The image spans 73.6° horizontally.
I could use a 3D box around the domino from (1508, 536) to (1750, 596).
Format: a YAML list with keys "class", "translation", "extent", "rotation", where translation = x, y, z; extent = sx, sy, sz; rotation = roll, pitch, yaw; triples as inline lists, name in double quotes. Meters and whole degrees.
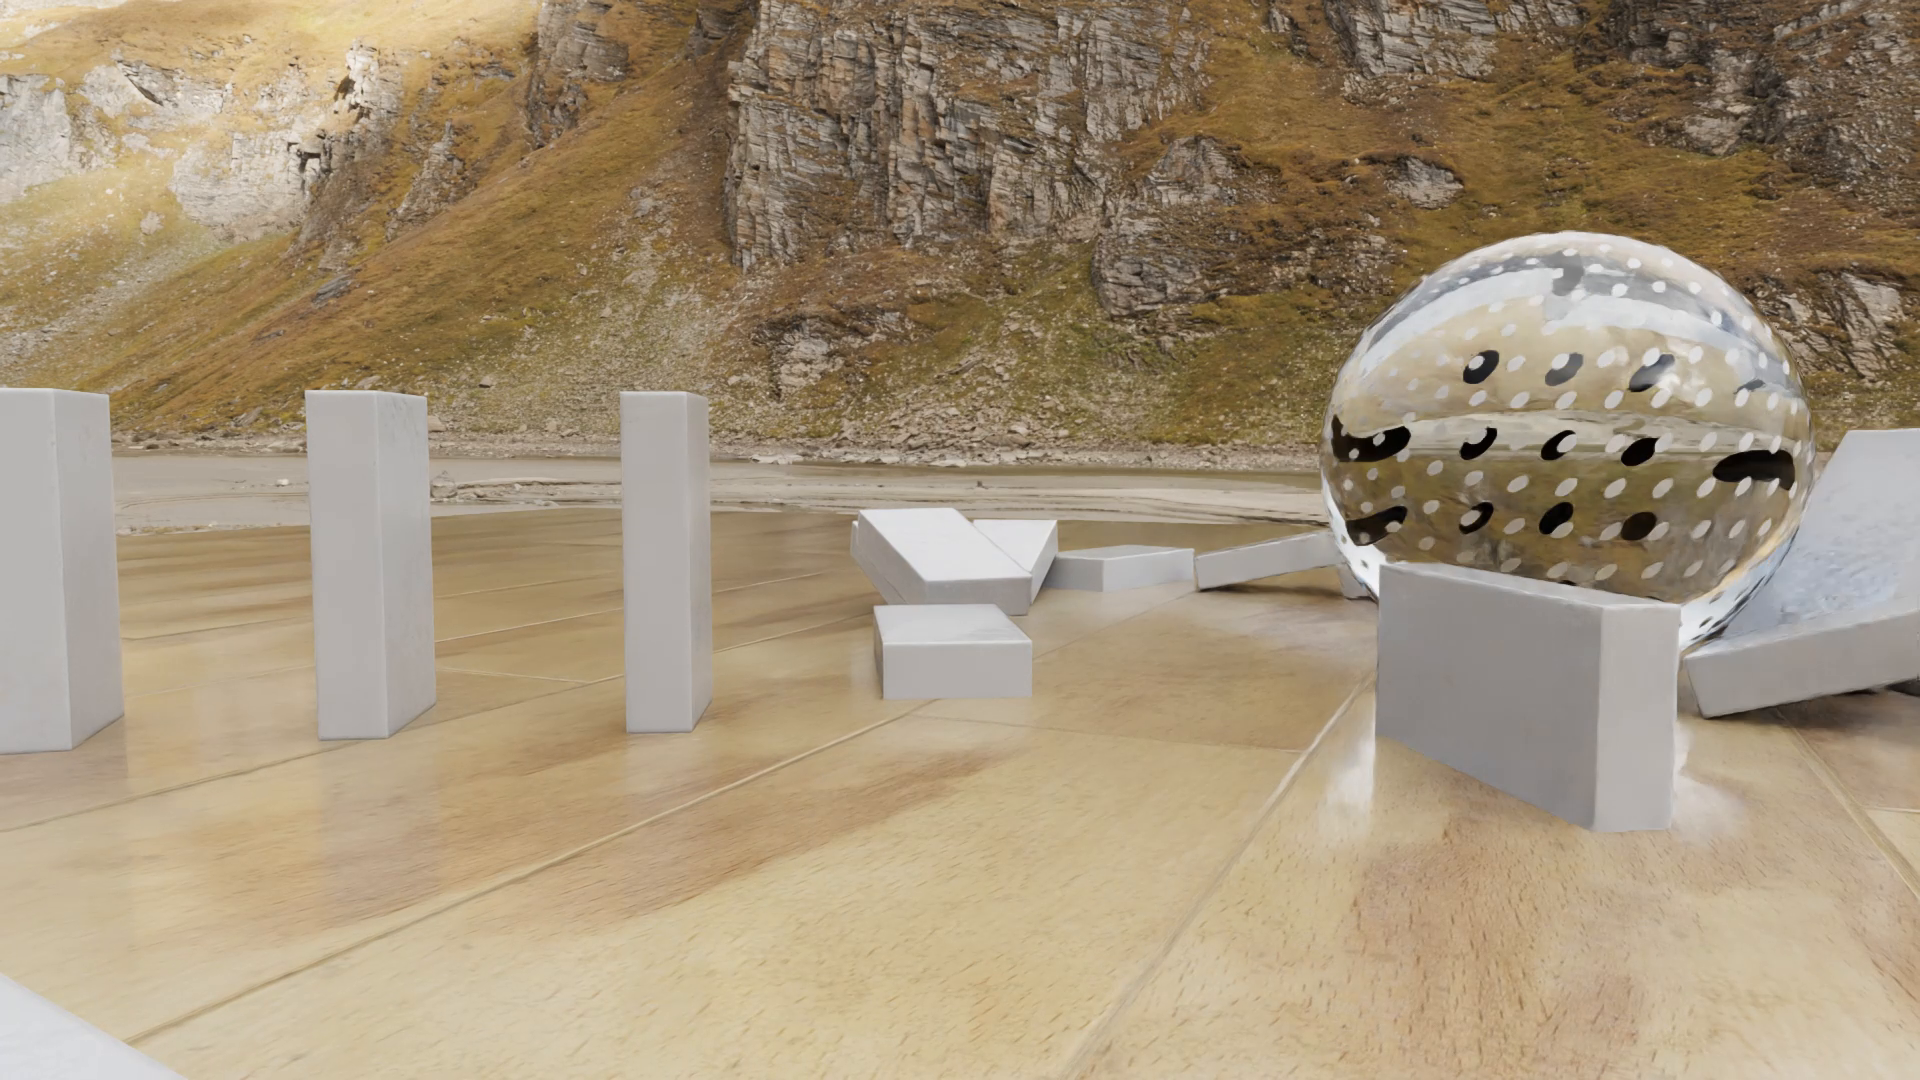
- class: "domino"
  translation: [0.161, 0.009, 0.315]
  extent: [0.025, 0.010, 0.050]
  rotation: [-4, -7, -44]

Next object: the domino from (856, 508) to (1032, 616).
- class: "domino"
  translation: [-0.005, 0.005, 0.302]
  extent: [0.025, 0.010, 0.050]
  rotation: [-2, 20, -22]

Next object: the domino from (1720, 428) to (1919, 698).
- class: "domino"
  translation: [0.161, 0.003, 0.229]
  extent: [0.009, 0.050, 0.025]
  rotation: [39, -9, -17]

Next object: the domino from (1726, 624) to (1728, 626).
- class: "domino"
  translation: [0.180, 0.012, 0.274]
  extent: [0.025, 0.009, 0.050]
  rotation: [-2, -8, -27]

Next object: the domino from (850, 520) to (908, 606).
- class: "domino"
  translation: [-0.009, 0.007, 0.323]
  extent: [0.025, 0.009, 0.050]
  rotation: [-2, 20, -20]

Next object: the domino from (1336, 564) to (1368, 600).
- class: "domino"
  translation: [0.131, 0.006, 0.347]
  extent: [0.050, 0.009, 0.025]
  rotation: [-13, -4, 34]

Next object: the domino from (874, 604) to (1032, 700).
- class: "domino"
  translation: [-0.003, 0.020, 0.239]
  extent: [0.025, 0.009, 0.050]
  rotation: [0, 4, -6]

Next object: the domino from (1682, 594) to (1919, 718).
- class: "domino"
  translation: [0.140, 0.015, 0.194]
  extent: [0.050, 0.010, 0.025]
  rotation: [-21, -10, 38]

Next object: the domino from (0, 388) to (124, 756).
- class: "domino"
  translation: [-0.132, 0.004, 0.186]
  extent: [0.009, 0.050, 0.025]
  rotation: [-1, 5, -19]

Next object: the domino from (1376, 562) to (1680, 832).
- class: "domino"
  translation: [0.070, 0.018, 0.165]
  extent: [0.009, 0.025, 0.050]
  rotation: [-1, 4, -9]

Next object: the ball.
- class: "ball"
  translation: [0.106, -0.015, 0.231]
  extent: [0.080, 0.080, 0.080]
  rotation: [0, 4, 0]

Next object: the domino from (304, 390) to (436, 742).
- class: "domino"
  translation: [-0.089, 0.003, 0.195]
  extent: [0.009, 0.050, 0.025]
  rotation: [-1, 4, -7]

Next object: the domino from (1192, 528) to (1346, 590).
- class: "domino"
  translation: [0.095, 0.004, 0.374]
  extent: [0.050, 0.009, 0.025]
  rotation: [-12, 0, 16]

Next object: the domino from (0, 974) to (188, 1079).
- class: "domino"
  translation: [-0.063, 0.033, 0.068]
  extent: [0.050, 0.009, 0.025]
  rotation: [3, 5, 34]

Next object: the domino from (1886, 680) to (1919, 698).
- class: "domino"
  translation: [0.174, 0.021, 0.227]
  extent: [0.025, 0.009, 0.050]
  rotation: [0, 4, 3]

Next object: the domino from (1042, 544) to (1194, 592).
- class: "domino"
  translation: [0.048, 0.008, 0.395]
  extent: [0.025, 0.009, 0.050]
  rotation: [4, 6, 41]

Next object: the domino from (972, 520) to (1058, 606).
- class: "domino"
  translation: [0.012, 0.005, 0.362]
  extent: [0.025, 0.009, 0.050]
  rotation: [1, 16, 12]

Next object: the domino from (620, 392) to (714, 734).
- class: "domino"
  translation: [-0.045, 0.003, 0.199]
  extent: [0.009, 0.050, 0.025]
  rotation: [0, 4, -4]
